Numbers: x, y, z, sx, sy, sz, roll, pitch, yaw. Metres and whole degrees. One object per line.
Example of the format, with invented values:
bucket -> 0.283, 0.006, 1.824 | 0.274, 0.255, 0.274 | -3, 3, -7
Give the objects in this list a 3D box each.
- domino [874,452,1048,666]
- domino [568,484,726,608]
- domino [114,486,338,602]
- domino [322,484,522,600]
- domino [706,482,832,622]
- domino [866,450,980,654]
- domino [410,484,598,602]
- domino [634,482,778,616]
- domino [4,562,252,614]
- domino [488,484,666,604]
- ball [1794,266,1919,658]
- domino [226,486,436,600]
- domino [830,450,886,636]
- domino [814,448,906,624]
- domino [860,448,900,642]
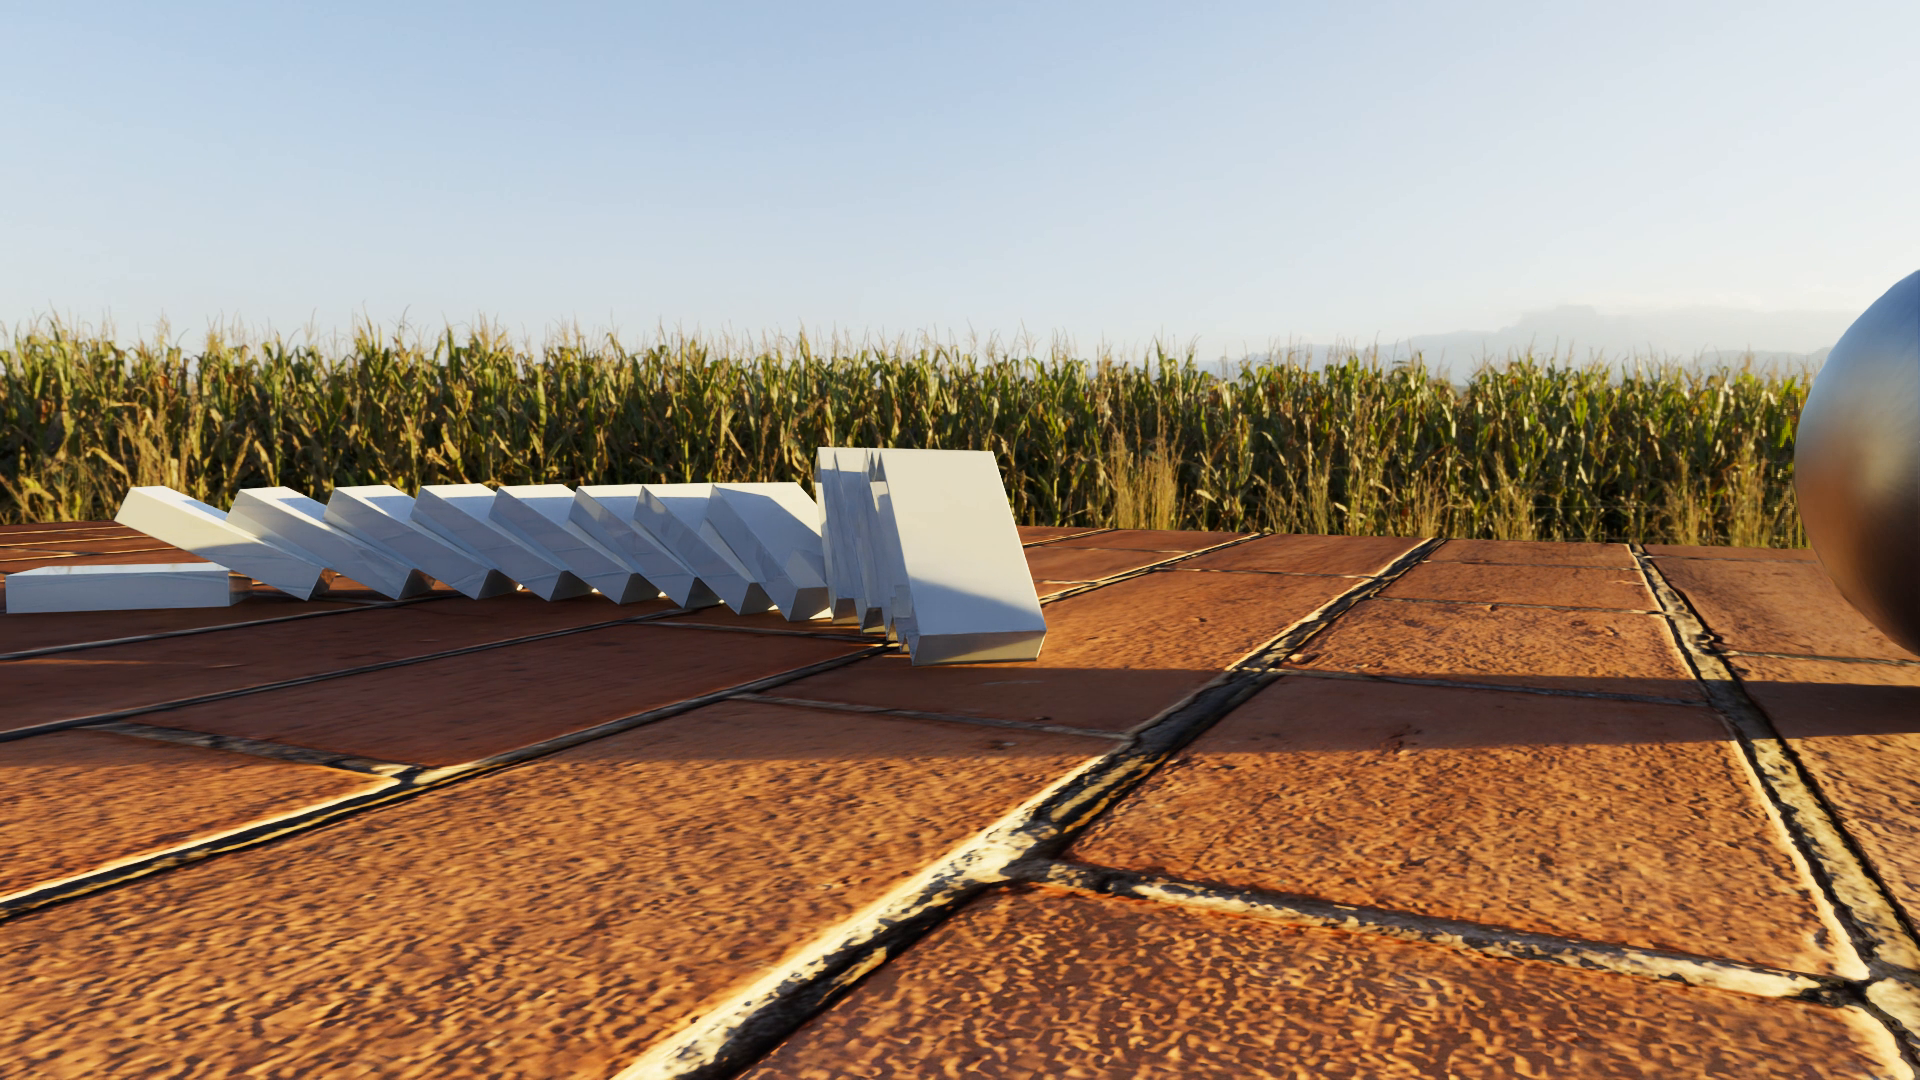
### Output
domino -> -0.001, 0.002, 0.262 | 0.025, 0.009, 0.050 | -1, 47, -15
domino -> -0.081, 0.001, 0.351 | 0.050, 0.009, 0.025 | 33, 21, 28
domino -> -0.198, 0.001, 0.349 | 0.050, 0.010, 0.025 | 26, -3, -15
domino -> -0.150, 0.000, 0.363 | 0.050, 0.010, 0.025 | 27, 8, 6
domino -> -0.043, 0.002, 0.328 | 0.025, 0.010, 0.050 | -3, 33, -37
domino -> -0.004, 0.001, 0.276 | 0.025, 0.009, 0.050 | -1, 47, -15
domino -> -0.126, 0.000, 0.363 | 0.050, 0.009, 0.025 | 29, 12, 14
domino -> -0.062, 0.001, 0.340 | 0.050, 0.010, 0.025 | 37, 26, 33
domino -> -0.219, 0.012, 0.341 | 0.050, 0.009, 0.025 | -1, 4, -16
domino -> -0.104, 0.000, 0.358 | 0.050, 0.010, 0.025 | 30, 15, 20
ball -> 0.183, -0.013, 0.208 | 0.080, 0.080, 0.080 | 0, 4, 0
domino -> -0.174, 0.001, 0.359 | 0.050, 0.009, 0.025 | 25, 3, -4
domino -> -0.014, -0.001, 0.302 | 0.025, 0.009, 0.050 | -2, 47, -16
domino -> -0.021, -0.002, 0.315 | 0.025, 0.009, 0.050 | 0, 47, -14
domino -> -0.007, 0.000, 0.290 | 0.025, 0.009, 0.050 | 0, 47, -14
